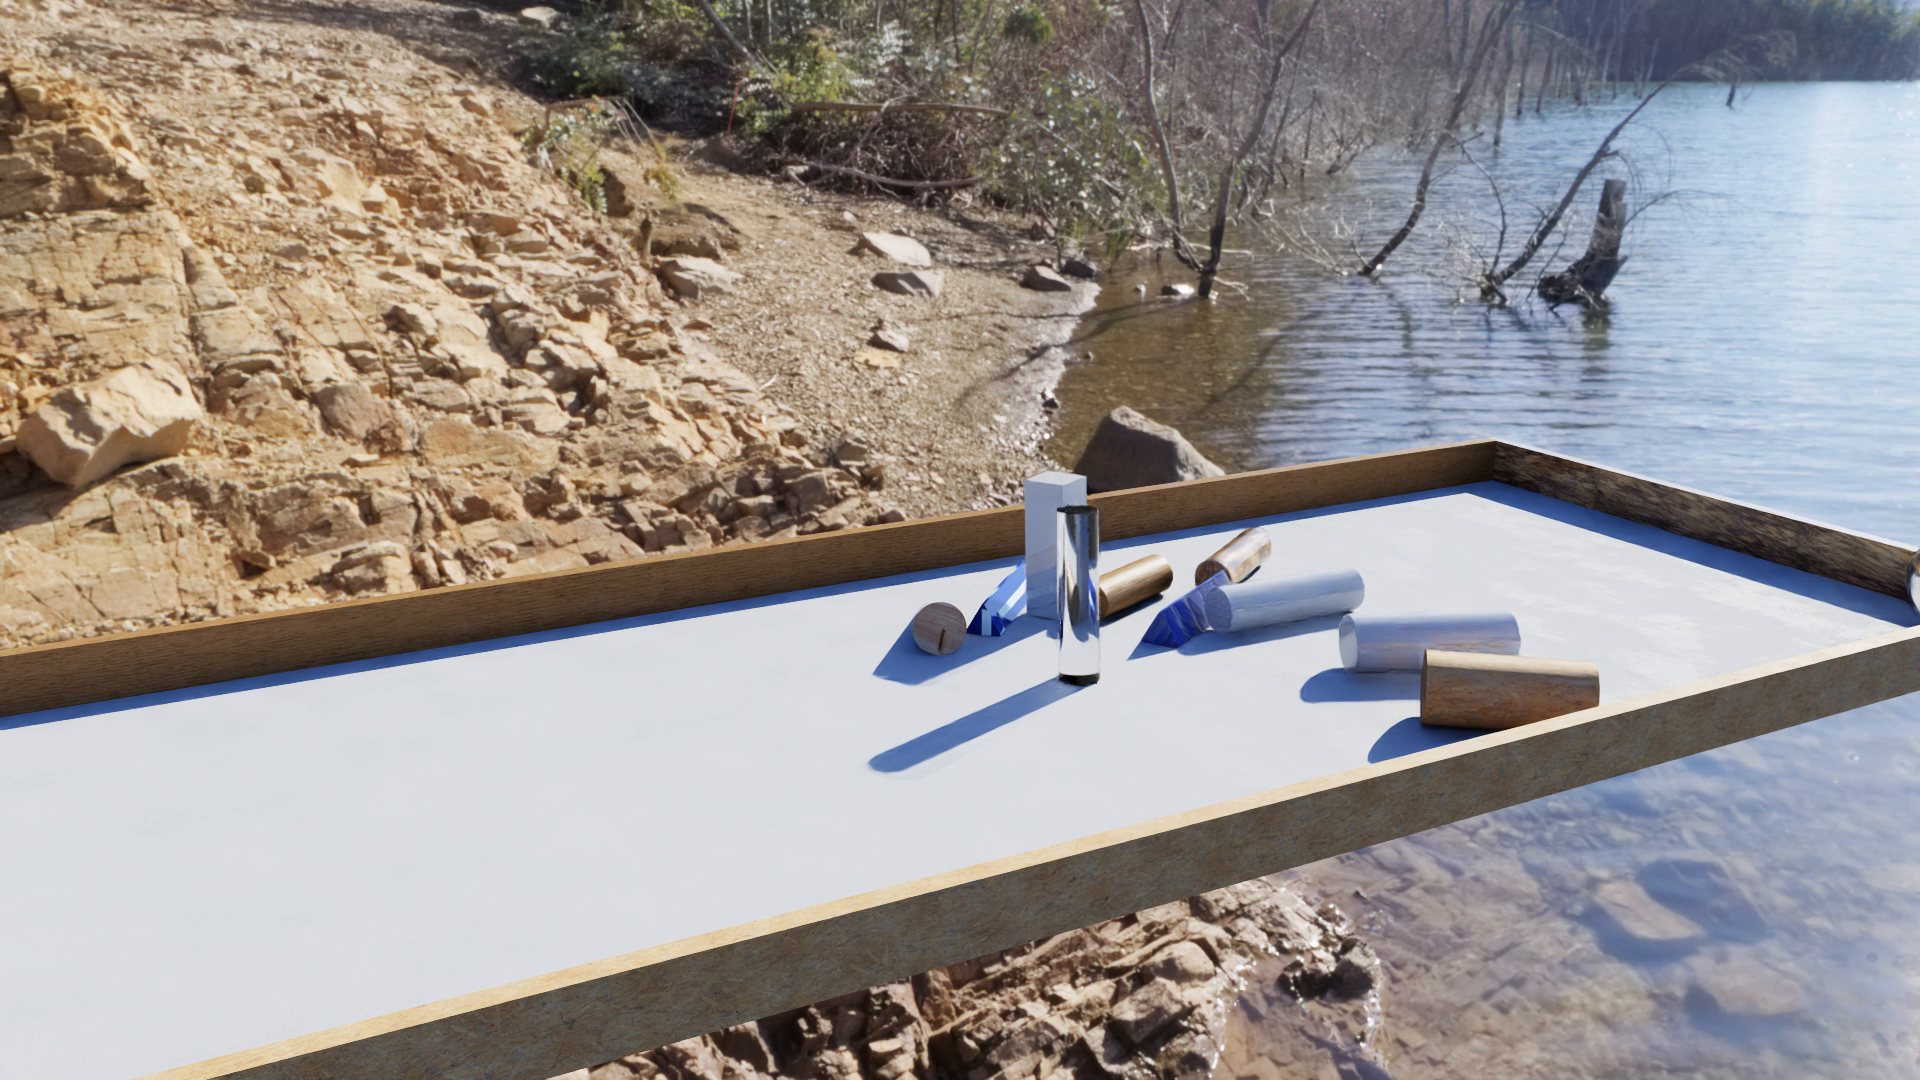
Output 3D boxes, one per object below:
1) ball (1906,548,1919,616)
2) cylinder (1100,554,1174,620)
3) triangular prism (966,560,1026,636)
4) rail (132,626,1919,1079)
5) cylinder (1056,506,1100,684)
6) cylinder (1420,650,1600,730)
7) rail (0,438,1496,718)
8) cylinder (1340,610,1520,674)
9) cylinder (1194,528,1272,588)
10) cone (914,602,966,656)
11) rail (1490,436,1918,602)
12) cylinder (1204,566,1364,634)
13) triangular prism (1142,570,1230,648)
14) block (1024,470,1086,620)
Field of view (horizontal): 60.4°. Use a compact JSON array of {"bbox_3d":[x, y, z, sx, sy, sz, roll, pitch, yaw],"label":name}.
[{"bbox_3d":[2.709,0.115,4.429,0.295,0.295,0.295,0,16,0],"label":"ball"},{"bbox_3d":[0.468,0.134,4.694,0.115,0.115,0.335,13,21,37],"label":"cylinder"},{"bbox_3d":[0.123,0.157,4.660,0.099,0.086,0.426,5,17,16],"label":"triangular prism"},{"bbox_3d":[-2.336,1.006,1.665,12.000,0.150,0.050,-9,18,-27],"label":"rail"},{"bbox_3d":[0.296,0.136,4.117,0.105,0.432,0.105,-2,12,0],"label":"cylinder"},{"bbox_3d":[1.272,0.356,3.833,0.376,0.176,0.176,4,17,12],"label":"cylinder"},{"bbox_3d":[-3.305,0.497,3.399,12.000,0.150,0.050,-9,18,-27],"label":"rail"},{"bbox_3d":[1.195,0.259,4.206,0.418,0.151,0.151,-1,16,-5],"label":"cylinder"},{"bbox_3d":[0.820,0.065,4.936,0.112,0.112,0.383,8,18,27],"label":"cylinder"},{"bbox_3d":[-0.078,0.207,4.526,0.142,0.142,0.424,-2,7,-7],"label":"cone"},{"bbox_3d":[2.466,-0.048,5.253,0.050,0.150,2.100,-9,18,-27],"label":"rail"},{"bbox_3d":[0.902,0.164,4.572,0.451,0.127,0.127,-8,18,-25],"label":"cylinder"},{"bbox_3d":[0.643,0.182,4.561,0.108,0.093,0.427,9,19,30],"label":"triangular prism"},{"bbox_3d":[0.268,0.016,4.602,0.123,0.390,0.123,10,20,34],"label":"block"}]
